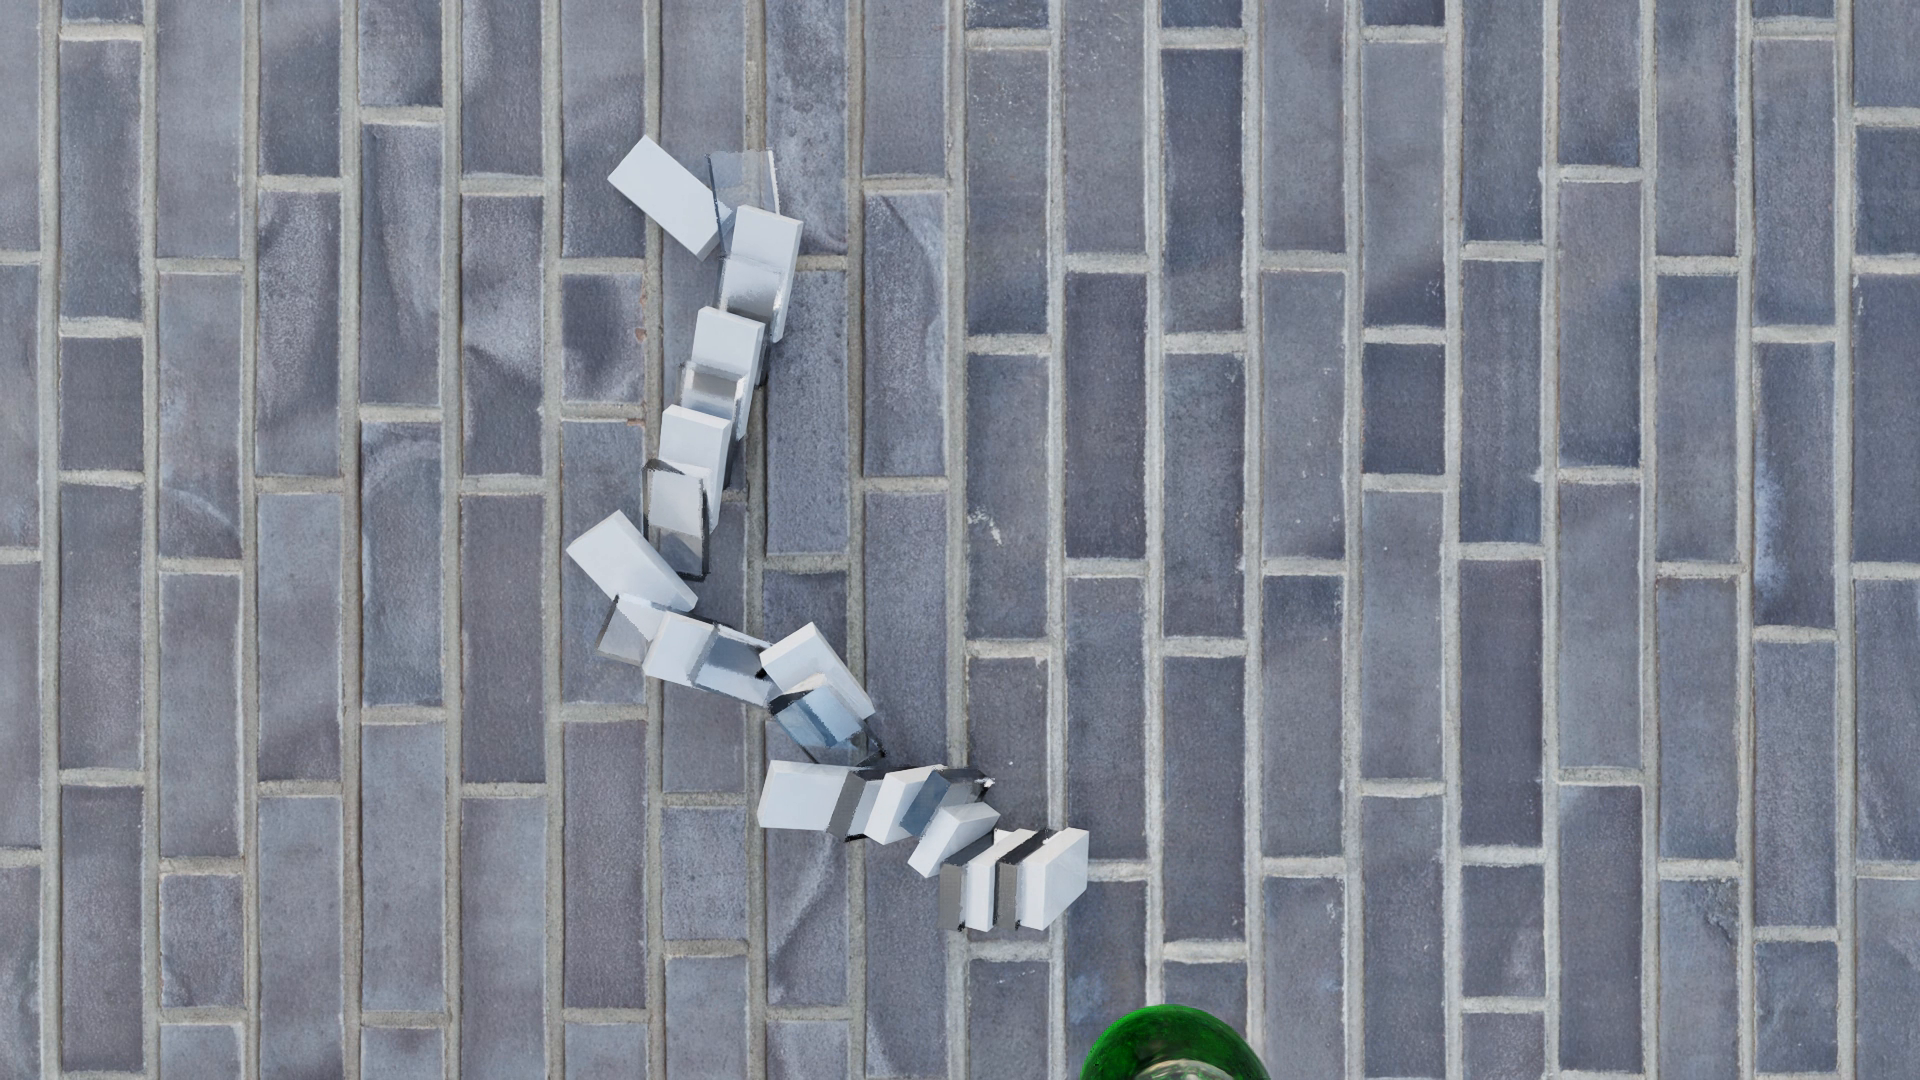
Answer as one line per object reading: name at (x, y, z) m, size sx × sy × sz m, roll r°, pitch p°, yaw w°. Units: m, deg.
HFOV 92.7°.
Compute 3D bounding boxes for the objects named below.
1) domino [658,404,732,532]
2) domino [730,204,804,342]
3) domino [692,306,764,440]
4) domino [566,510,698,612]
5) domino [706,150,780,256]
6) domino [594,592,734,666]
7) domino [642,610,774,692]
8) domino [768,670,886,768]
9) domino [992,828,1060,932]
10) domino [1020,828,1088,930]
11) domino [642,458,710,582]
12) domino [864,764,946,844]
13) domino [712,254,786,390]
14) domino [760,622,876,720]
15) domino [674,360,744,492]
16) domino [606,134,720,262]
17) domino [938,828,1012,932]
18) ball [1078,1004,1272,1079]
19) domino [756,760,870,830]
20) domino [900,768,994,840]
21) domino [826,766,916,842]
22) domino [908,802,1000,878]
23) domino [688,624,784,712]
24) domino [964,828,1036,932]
domino at (-0.112, -0.029, 0.383) m, size 0.025 × 0.010 × 0.050 m, roll 16°, pitch 119°, yaw -1°
domino at (-0.084, -0.111, 0.384) m, size 0.025 × 0.009 × 0.050 m, roll 16°, pitch 116°, yaw -2°
domino at (-0.100, -0.069, 0.385) m, size 0.025 × 0.010 × 0.050 m, roll 17°, pitch 116°, yaw -1°
domino at (-0.137, 0.015, 0.385) m, size 0.025 × 0.010 × 0.050 m, roll -32°, pitch 111°, yaw 10°
domino at (-0.089, -0.136, 0.385) m, size 0.025 × 0.010 × 0.050 m, roll -3°, pitch 115°, yaw 0°
domino at (-0.123, 0.041, 0.382) m, size 0.050 × 0.010 × 0.025 m, roll 22°, pitch 96°, yaw -31°
domino at (-0.103, 0.050, 0.383) m, size 0.050 × 0.009 × 0.025 m, roll 23°, pitch 93°, yaw -31°
domino at (-0.055, 0.079, 0.382) m, size 0.025 × 0.010 × 0.050 m, roll -32°, pitch 123°, yaw 0°
domino at (0.029, 0.138, 0.376) m, size 0.010 × 0.050 × 0.025 m, roll 3°, pitch 90°, yaw 27°
domino at (0.040, 0.138, 0.376) m, size 0.010 × 0.050 × 0.025 m, roll 3°, pitch 90°, yaw 27°
domino at (-0.119, -0.008, 0.384) m, size 0.025 × 0.009 × 0.050 m, roll 10°, pitch 119°, yaw 0°
domino at (-0.019, 0.107, 0.375) m, size 0.010 × 0.050 × 0.025 m, roll 20°, pitch 90°, yaw 25°
domino at (-0.091, -0.091, 0.384) m, size 0.025 × 0.010 × 0.050 m, roll 17°, pitch 116°, yaw -2°
domino at (-0.059, 0.060, 0.382) m, size 0.025 × 0.009 × 0.050 m, roll -31°, pitch 123°, yaw -2°
domino at (-0.107, -0.047, 0.385) m, size 0.025 × 0.009 × 0.050 m, roll 15°, pitch 115°, yaw 0°
domino at (-0.123, -0.147, 0.395) m, size 0.050 × 0.010 × 0.025 m, roll 41°, pitch 90°, yaw 0°
domino at (0.007, 0.138, 0.376) m, size 0.009 × 0.050 × 0.025 m, roll 3°, pitch 90°, yaw 27°
ball at (0.085, 0.227, 0.360) m, size 0.080 × 0.080 × 0.080 m, roll 0°, pitch 90°, yaw 0°
domino at (-0.057, 0.108, 0.383) m, size 0.050 × 0.010 × 0.025 m, roll 11°, pitch 102°, yaw -24°
domino at (-0.005, 0.107, 0.375) m, size 0.009 × 0.050 × 0.025 m, roll 32°, pitch 90°, yaw 24°
domino at (-0.032, 0.107, 0.376) m, size 0.009 × 0.050 × 0.025 m, roll 20°, pitch 90°, yaw 30°
domino at (-0.001, 0.122, 0.375) m, size 0.010 × 0.050 × 0.025 m, roll 32°, pitch 90°, yaw 24°
domino at (-0.084, 0.056, 0.383) m, size 0.050 × 0.009 × 0.025 m, roll 27°, pitch 90°, yaw -31°
domino at (0.018, 0.138, 0.376) m, size 0.010 × 0.050 × 0.025 m, roll 3°, pitch 90°, yaw 27°
